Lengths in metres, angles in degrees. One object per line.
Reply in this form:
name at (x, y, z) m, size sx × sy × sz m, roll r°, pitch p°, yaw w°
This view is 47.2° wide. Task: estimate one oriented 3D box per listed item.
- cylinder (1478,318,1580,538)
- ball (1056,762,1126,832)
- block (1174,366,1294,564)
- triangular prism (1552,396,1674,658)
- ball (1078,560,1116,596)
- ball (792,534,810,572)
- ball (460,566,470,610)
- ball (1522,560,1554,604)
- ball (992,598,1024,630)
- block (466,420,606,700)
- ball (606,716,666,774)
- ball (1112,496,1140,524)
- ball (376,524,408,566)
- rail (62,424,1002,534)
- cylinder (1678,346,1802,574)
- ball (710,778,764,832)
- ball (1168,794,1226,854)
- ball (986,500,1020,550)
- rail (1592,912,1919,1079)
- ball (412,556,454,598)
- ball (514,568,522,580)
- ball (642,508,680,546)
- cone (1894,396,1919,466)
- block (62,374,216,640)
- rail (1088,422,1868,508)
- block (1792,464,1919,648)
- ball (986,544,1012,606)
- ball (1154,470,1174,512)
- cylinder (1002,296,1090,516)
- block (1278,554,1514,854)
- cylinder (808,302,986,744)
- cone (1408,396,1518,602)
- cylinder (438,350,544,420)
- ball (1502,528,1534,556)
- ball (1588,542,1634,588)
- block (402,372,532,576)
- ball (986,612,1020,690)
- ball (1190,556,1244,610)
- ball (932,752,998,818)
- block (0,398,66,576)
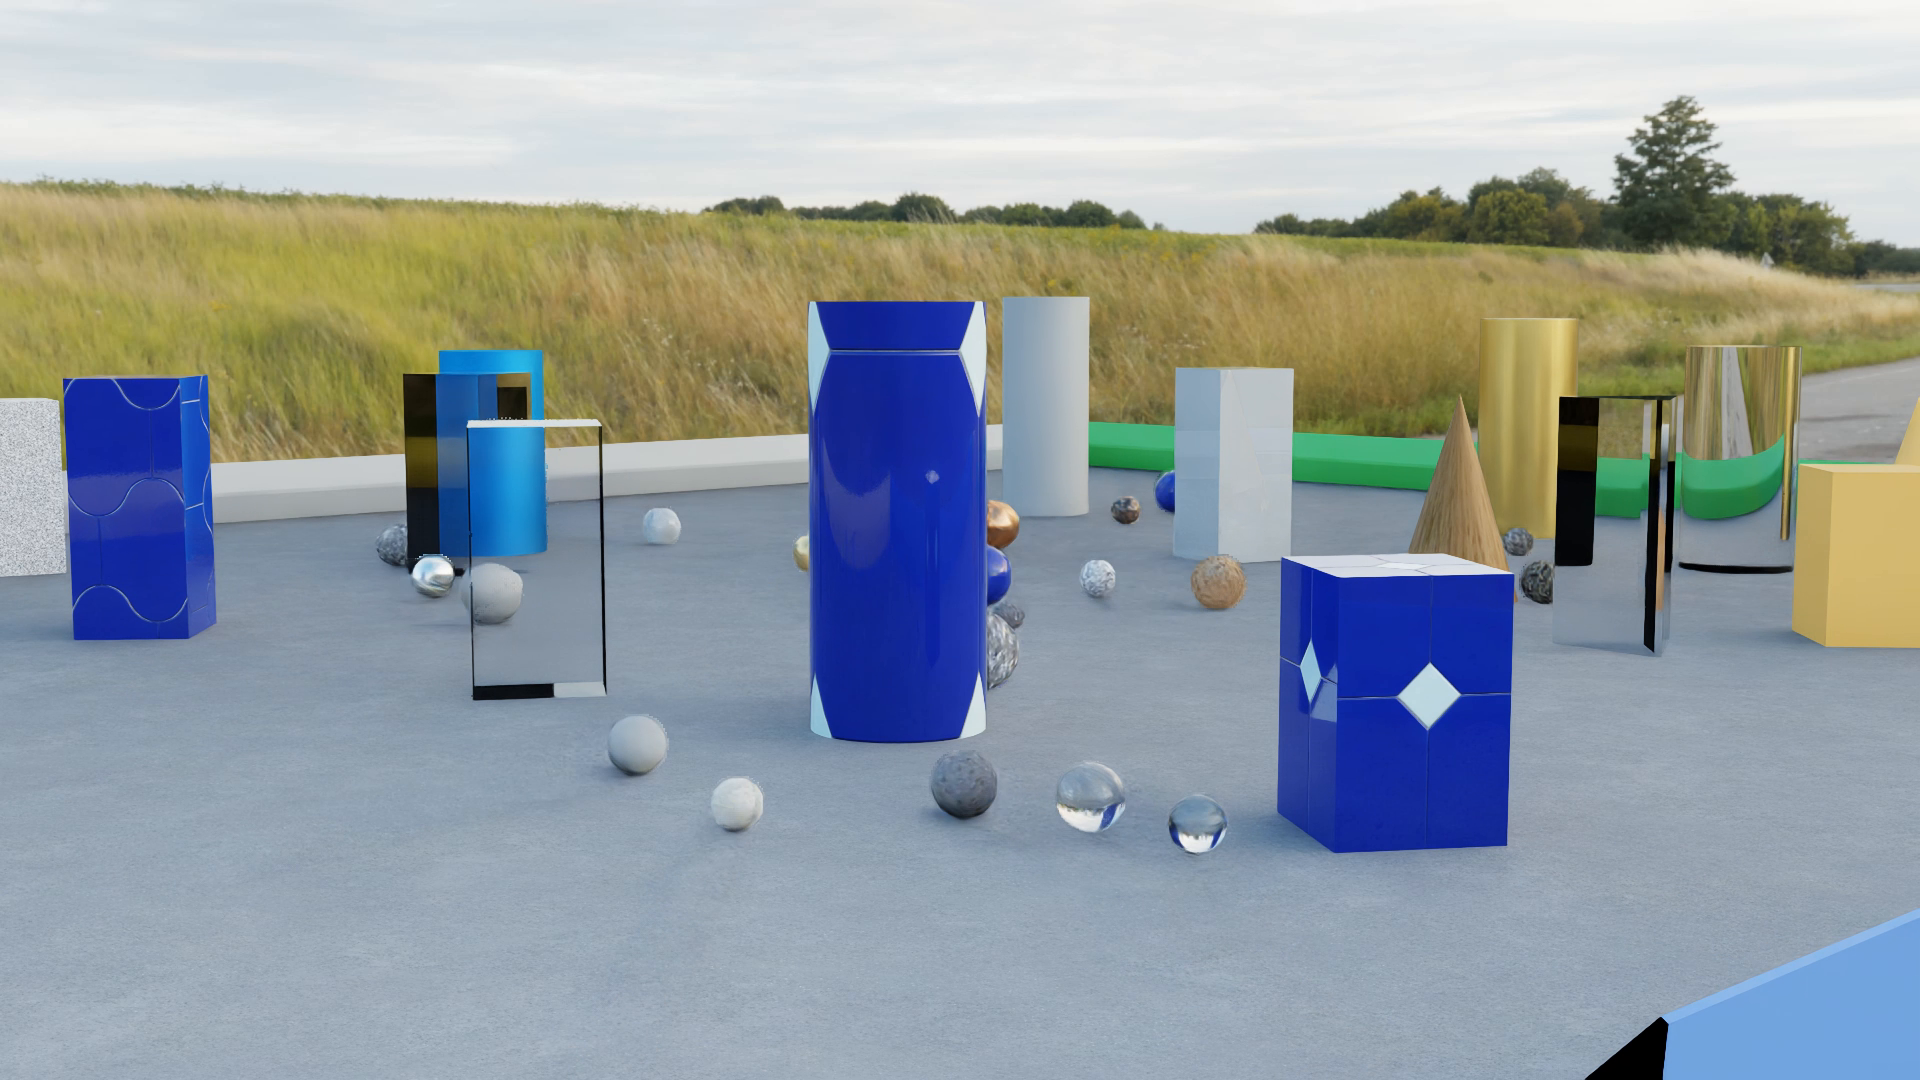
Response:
cylinder at (1.111, -0.222, 4.310) m, size 0.187 × 0.422 × 0.187 m, roll 0°, pitch 6°, yaw 0°
ball at (0.111, 0.219, 1.869) m, size 0.060 × 0.060 × 0.060 m, roll 0°, pitch 6°, yaw 0°
block at (0.484, -0.136, 3.904) m, size 0.150 × 0.337 × 0.150 m, roll -3°, pitch 7°, yaw -25°
triangular prism at (0.894, -0.024, 2.894) m, size 0.141 × 0.328 × 0.162 m, roll -5°, pitch 8°, yaw -39°
ball at (0.212, 0.059, 3.391) m, size 0.057 × 0.057 × 0.057 m, roll 0°, pitch 6°, yaw 0°
ball at (-0.248, 0.023, 3.690) m, size 0.066 × 0.066 × 0.066 m, roll 0°, pitch 6°, yaw 0°
ball at (-0.671, 0.070, 3.145) m, size 0.087 × 0.087 × 0.087 m, roll 0°, pitch 6°, yaw 0°
ball at (0.878, 0.064, 3.309) m, size 0.065 × 0.065 × 0.065 m, roll 0°, pitch 6°, yaw 0°
ball at (0.067, 0.103, 3.032) m, size 0.044 × 0.044 × 0.044 m, roll 0°, pitch 6°, yaw 0°
block at (-0.494, 0.019, 2.567) m, size 0.150 × 0.310 × 0.150 m, roll -1°, pitch 6°, yaw -11°
ball at (-0.309, 0.196, 2.101) m, size 0.056 × 0.056 × 0.056 m, roll 0°, pitch 6°, yaw 0°
ball at (0.342, -0.062, 4.519) m, size 0.060 × 0.060 × 0.060 m, roll 0°, pitch 6°, yaw 0°
ball at (-0.970, 0.008, 3.791) m, size 0.074 × 0.074 × 0.074 m, roll 0°, pitch 6°, yaw 0°
rail at (-1.298, -0.116, 4.731) m, size 4.454 × 0.122 × 0.045 m, roll -6°, pitch 8°, yaw -42°
cylinder at (1.330, -0.141, 3.750) m, size 0.187 × 0.378 × 0.187 m, roll 0°, pitch 6°, yaw 0°
ball at (-0.190, 0.225, 1.875) m, size 0.046 × 0.046 × 0.046 m, roll 0°, pitch 6°, yaw 0°
ball at (0.194, 0.232, 1.799) m, size 0.048 × 0.048 × 0.048 m, roll 0°, pitch 6°, yaw 0°
ball at (0.062, -0.026, 3.919) m, size 0.088 × 0.088 × 0.088 m, roll 0°, pitch 6°, yaw 0°
rail at (1.298, 0.180, 1.933) m, size 4.454 × 0.122 × 0.045 m, roll -6°, pitch 8°, yaw -42°
ball at (-0.810, 0.056, 3.380) m, size 0.064 × 0.064 × 0.064 m, roll 0°, pitch 6°, yaw 0°
ball at (-0.702, 0.063, 3.423) m, size 0.042 × 0.042 × 0.042 m, roll 0°, pitch 6°, yaw 0°
ball at (-0.560, -0.026, 4.126) m, size 0.071 × 0.071 × 0.071 m, roll 0°, pitch 6°, yaw 0°
cone at (1.402, -0.054, 3.231) m, size 0.187 × 0.315 × 0.187 m, roll 0°, pitch 6°, yaw 0°
block at (-1.120, -0.048, 3.012) m, size 0.150 × 0.350 × 0.150 m, roll -1°, pitch 6°, yaw -5°
rail at (1.619, -0.126, 4.818) m, size 0.045 × 0.122 × 3.875 m, roll -6°, pitch 8°, yaw -42°
block at (1.220, 0.019, 2.951) m, size 0.150 × 0.230 × 0.150 m, roll 0°, pitch 6°, yaw 5°
ball at (0.031, 0.053, 3.277) m, size 0.094 × 0.094 × 0.094 m, roll 0°, pitch 6°, yaw 0°
ball at (0.469, -0.105, 4.779) m, size 0.091 × 0.091 × 0.091 m, roll 0°, pitch 6°, yaw 0°
cylinder at (0.185, -0.292, 4.761) m, size 0.187 × 0.466 × 0.187 m, roll 0°, pitch 6°, yaw 0°
block at (0.367, 0.134, 1.873) m, size 0.150 × 0.227 × 0.150 m, roll -1°, pitch 6°, yaw -10°
cylinder at (-0.066, -0.025, 2.319) m, size 0.187 × 0.450 × 0.187 m, roll 0°, pitch 6°, yaw 0°
cone at (0.759, -0.066, 3.354) m, size 0.187 × 0.314 × 0.187 m, roll 0°, pitch 6°, yaw 0°
cylinder at (-0.862, -0.167, 4.062) m, size 0.187 × 0.365 × 0.187 m, roll 0°, pitch 6°, yaw 0°
ball at (0.998, 0.004, 3.932) m, size 0.052 × 0.052 × 0.052 m, roll 0°, pitch 6°, yaw 0°
ball at (1.038, 0.040, 3.505) m, size 0.071 × 0.071 × 0.071 m, roll 0°, pitch 6°, yaw 0°
block at (-0.827, -0.114, 3.708) m, size 0.150 × 0.335 × 0.150 m, roll 3°, pitch 7°, yaw 23°
ball at (0.023, 0.129, 2.561) m, size 0.093 × 0.093 × 0.093 m, roll 0°, pitch 6°, yaw 0°
ball at (0.381, 0.063, 3.249) m, size 0.079 × 0.079 × 0.079 m, roll 0°, pitch 6°, yaw 0°
ball at (0.004, 0.214, 1.922) m, size 0.058 × 0.058 × 0.058 m, roll 0°, pitch 6°, yaw 0°
block at (-1.605, -0.091, 3.706) m, size 0.150 × 0.289 × 0.150 m, roll -4°, pitch 7°, yaw -32°
